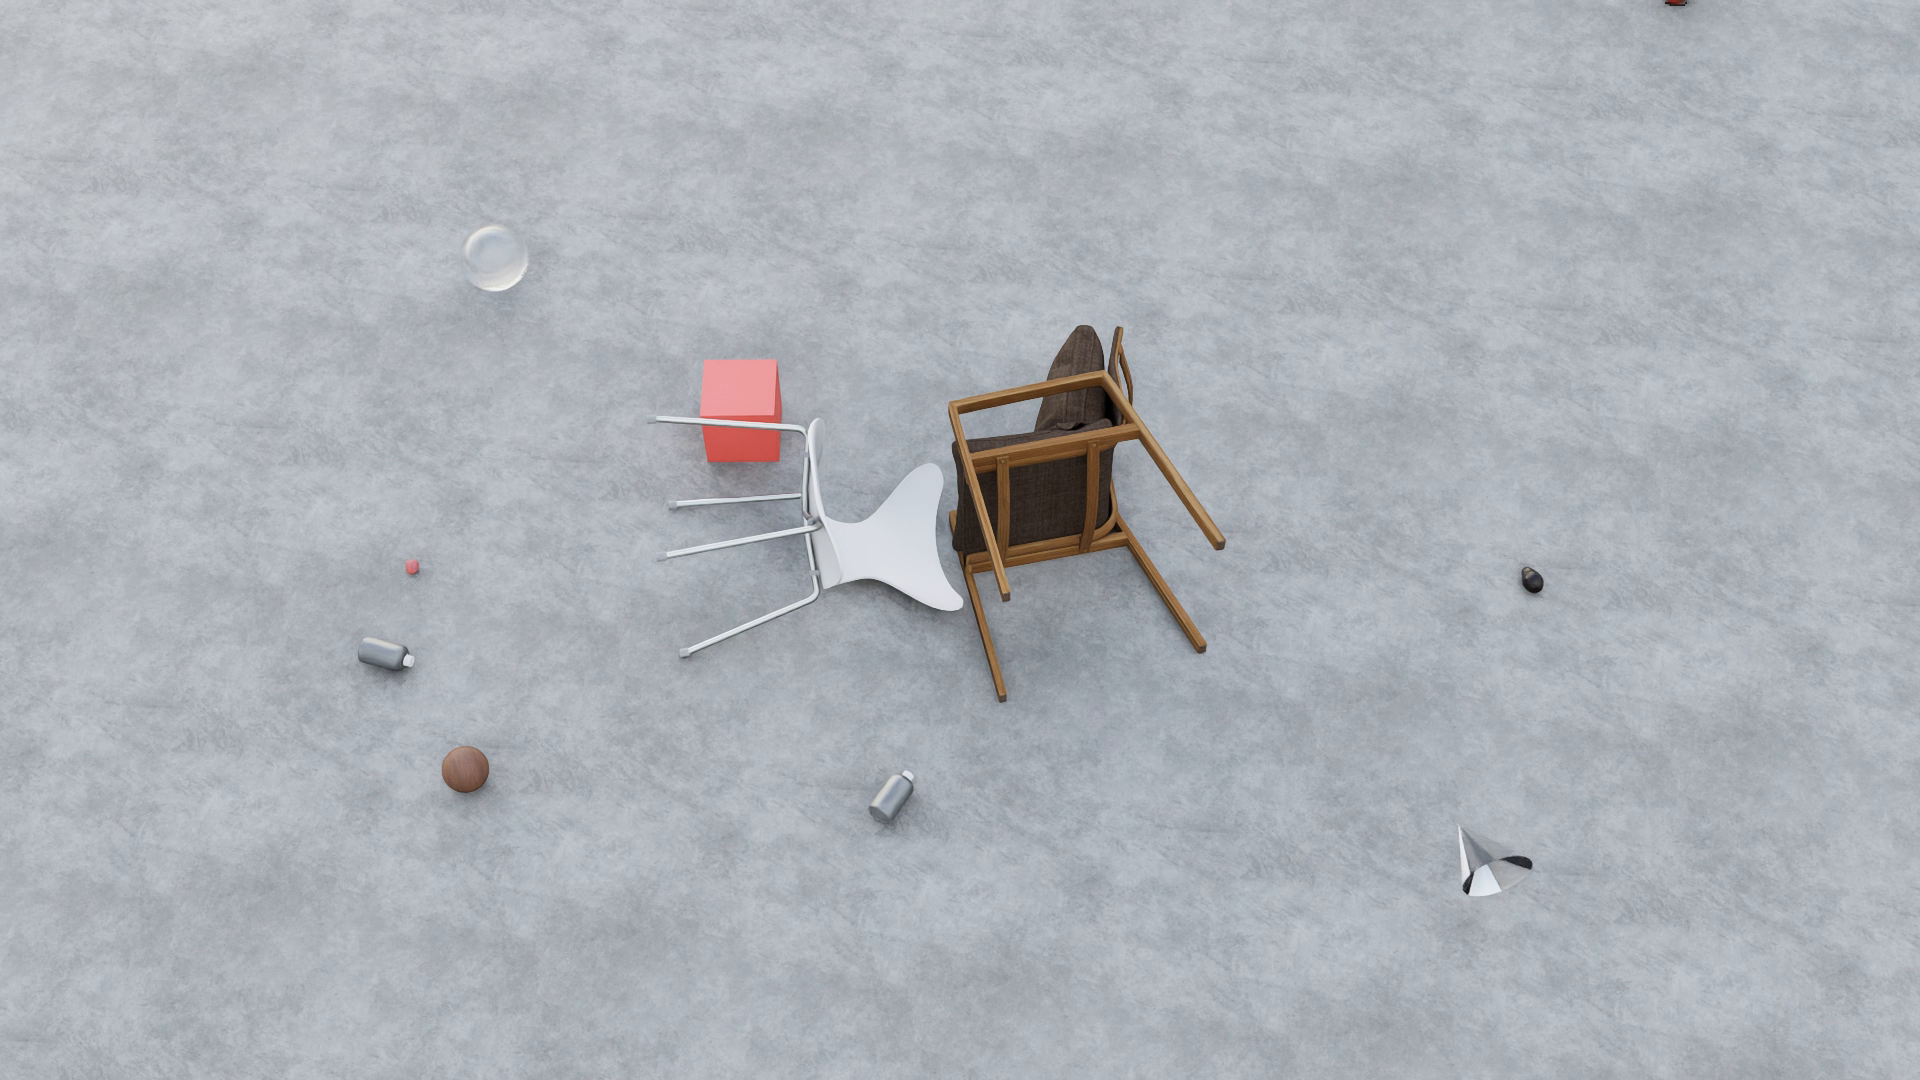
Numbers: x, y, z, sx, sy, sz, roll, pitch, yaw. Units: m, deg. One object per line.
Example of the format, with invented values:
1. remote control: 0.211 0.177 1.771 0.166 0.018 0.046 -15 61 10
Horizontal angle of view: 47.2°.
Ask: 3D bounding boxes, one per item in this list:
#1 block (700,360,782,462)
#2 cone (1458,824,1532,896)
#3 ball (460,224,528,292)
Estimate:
1. block: -0.664 -0.393 6.696 0.220 0.235 0.212 0 56 0
2. cone: 1.406 0.839 5.972 0.212 0.135 0.214 -13 39 -14
3. ball: -1.494 -0.905 7.052 0.215 0.215 0.215 0 56 0
